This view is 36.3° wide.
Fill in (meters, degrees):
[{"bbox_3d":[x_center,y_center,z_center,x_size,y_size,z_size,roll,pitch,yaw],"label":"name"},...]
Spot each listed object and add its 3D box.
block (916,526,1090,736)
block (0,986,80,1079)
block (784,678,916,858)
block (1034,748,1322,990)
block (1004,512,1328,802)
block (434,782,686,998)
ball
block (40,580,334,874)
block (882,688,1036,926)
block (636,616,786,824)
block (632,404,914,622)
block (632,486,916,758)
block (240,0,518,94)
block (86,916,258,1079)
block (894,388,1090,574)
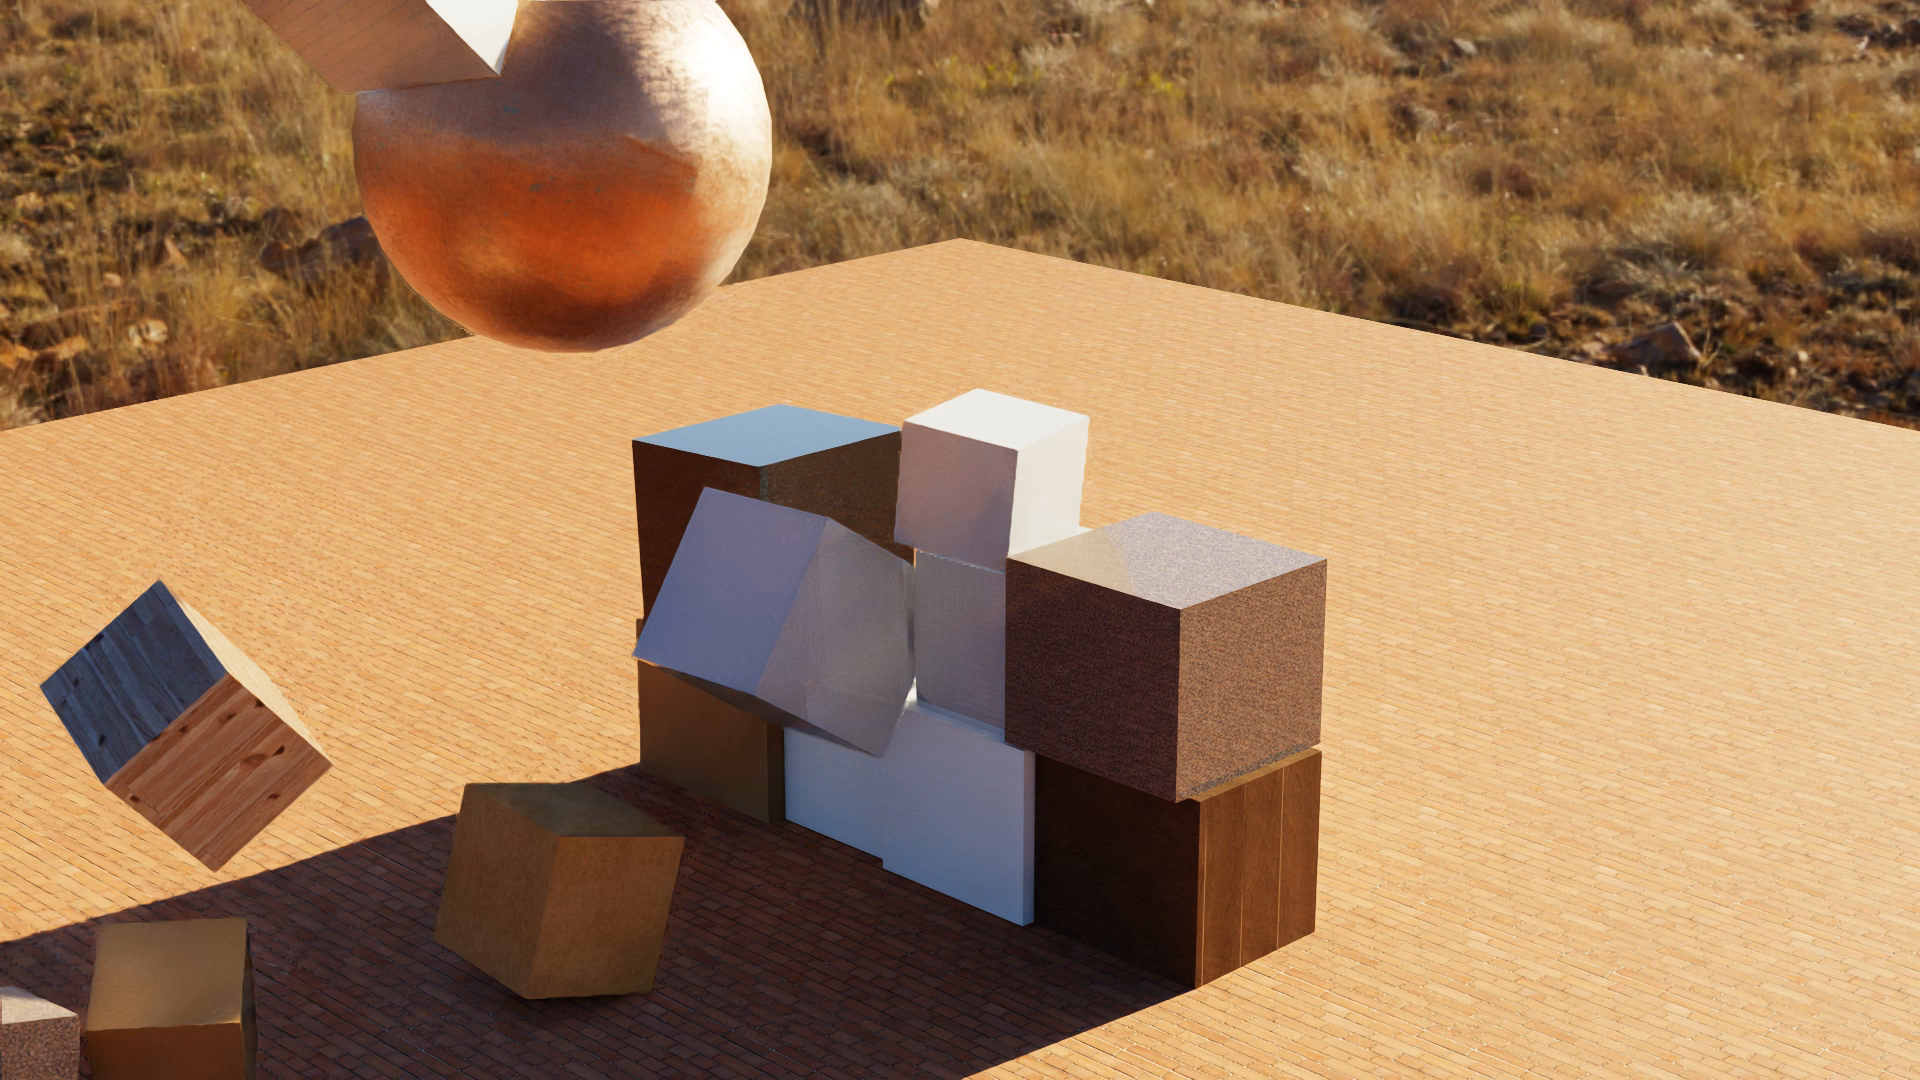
[{"bbox_3d":[0.287,0.375,13.140,0.626,0.752,0.740,17,24,42],"label":"block"},{"bbox_3d":[-3.516,1.946,10.326,0.606,0.593,0.574,0,4,-40],"label":"block"},{"bbox_3d":[-0.318,0.934,13.953,0.732,0.852,0.741,-17,24,-42],"label":"block"},{"bbox_3d":[0.943,1.300,12.789,0.805,0.850,0.936,-17,24,-42],"label":"block"},{"bbox_3d":[0.878,0.477,12.587,0.981,0.842,0.952,17,24,42],"label":"block"},{"bbox_3d":[-1.681,1.454,12.274,0.640,0.688,0.704,5,11,-44],"label":"block"},{"bbox_3d":[-1.521,-1.517,11.271,1.600,1.600,1.600,0,17,0],"label":"ball"},{"bbox_3d":[-2.733,0.658,10.370,0.561,0.647,0.627,-43,48,-6],"label":"block"},{"bbox_3d":[0.269,1.121,13.399,0.874,0.827,0.895,-17,24,-42],"label":"block"},{"bbox_3d":[-0.924,0.774,14.545,0.937,0.801,0.963,-17,24,-42],"label":"block"},{"bbox_3d":[-0.899,-0.069,14.274,0.958,0.919,0.935,-17,21,-42],"label":"block"},{"bbox_3d":[-0.754,0.368,13.215,0.870,0.835,0.850,14,-12,46],"label":"block"},{"bbox_3d":[-2.035,-2.100,10.415,0.697,0.696,0.694,-2,-25,26],"label":"block"},{"bbox_3d":[-2.947,1.856,11.013,0.542,0.614,0.587,-2,33,-9],"label":"block"},{"bbox_3d":[0.141,-0.270,12.916,0.572,0.561,0.648,16,23,27],"label":"block"}]
